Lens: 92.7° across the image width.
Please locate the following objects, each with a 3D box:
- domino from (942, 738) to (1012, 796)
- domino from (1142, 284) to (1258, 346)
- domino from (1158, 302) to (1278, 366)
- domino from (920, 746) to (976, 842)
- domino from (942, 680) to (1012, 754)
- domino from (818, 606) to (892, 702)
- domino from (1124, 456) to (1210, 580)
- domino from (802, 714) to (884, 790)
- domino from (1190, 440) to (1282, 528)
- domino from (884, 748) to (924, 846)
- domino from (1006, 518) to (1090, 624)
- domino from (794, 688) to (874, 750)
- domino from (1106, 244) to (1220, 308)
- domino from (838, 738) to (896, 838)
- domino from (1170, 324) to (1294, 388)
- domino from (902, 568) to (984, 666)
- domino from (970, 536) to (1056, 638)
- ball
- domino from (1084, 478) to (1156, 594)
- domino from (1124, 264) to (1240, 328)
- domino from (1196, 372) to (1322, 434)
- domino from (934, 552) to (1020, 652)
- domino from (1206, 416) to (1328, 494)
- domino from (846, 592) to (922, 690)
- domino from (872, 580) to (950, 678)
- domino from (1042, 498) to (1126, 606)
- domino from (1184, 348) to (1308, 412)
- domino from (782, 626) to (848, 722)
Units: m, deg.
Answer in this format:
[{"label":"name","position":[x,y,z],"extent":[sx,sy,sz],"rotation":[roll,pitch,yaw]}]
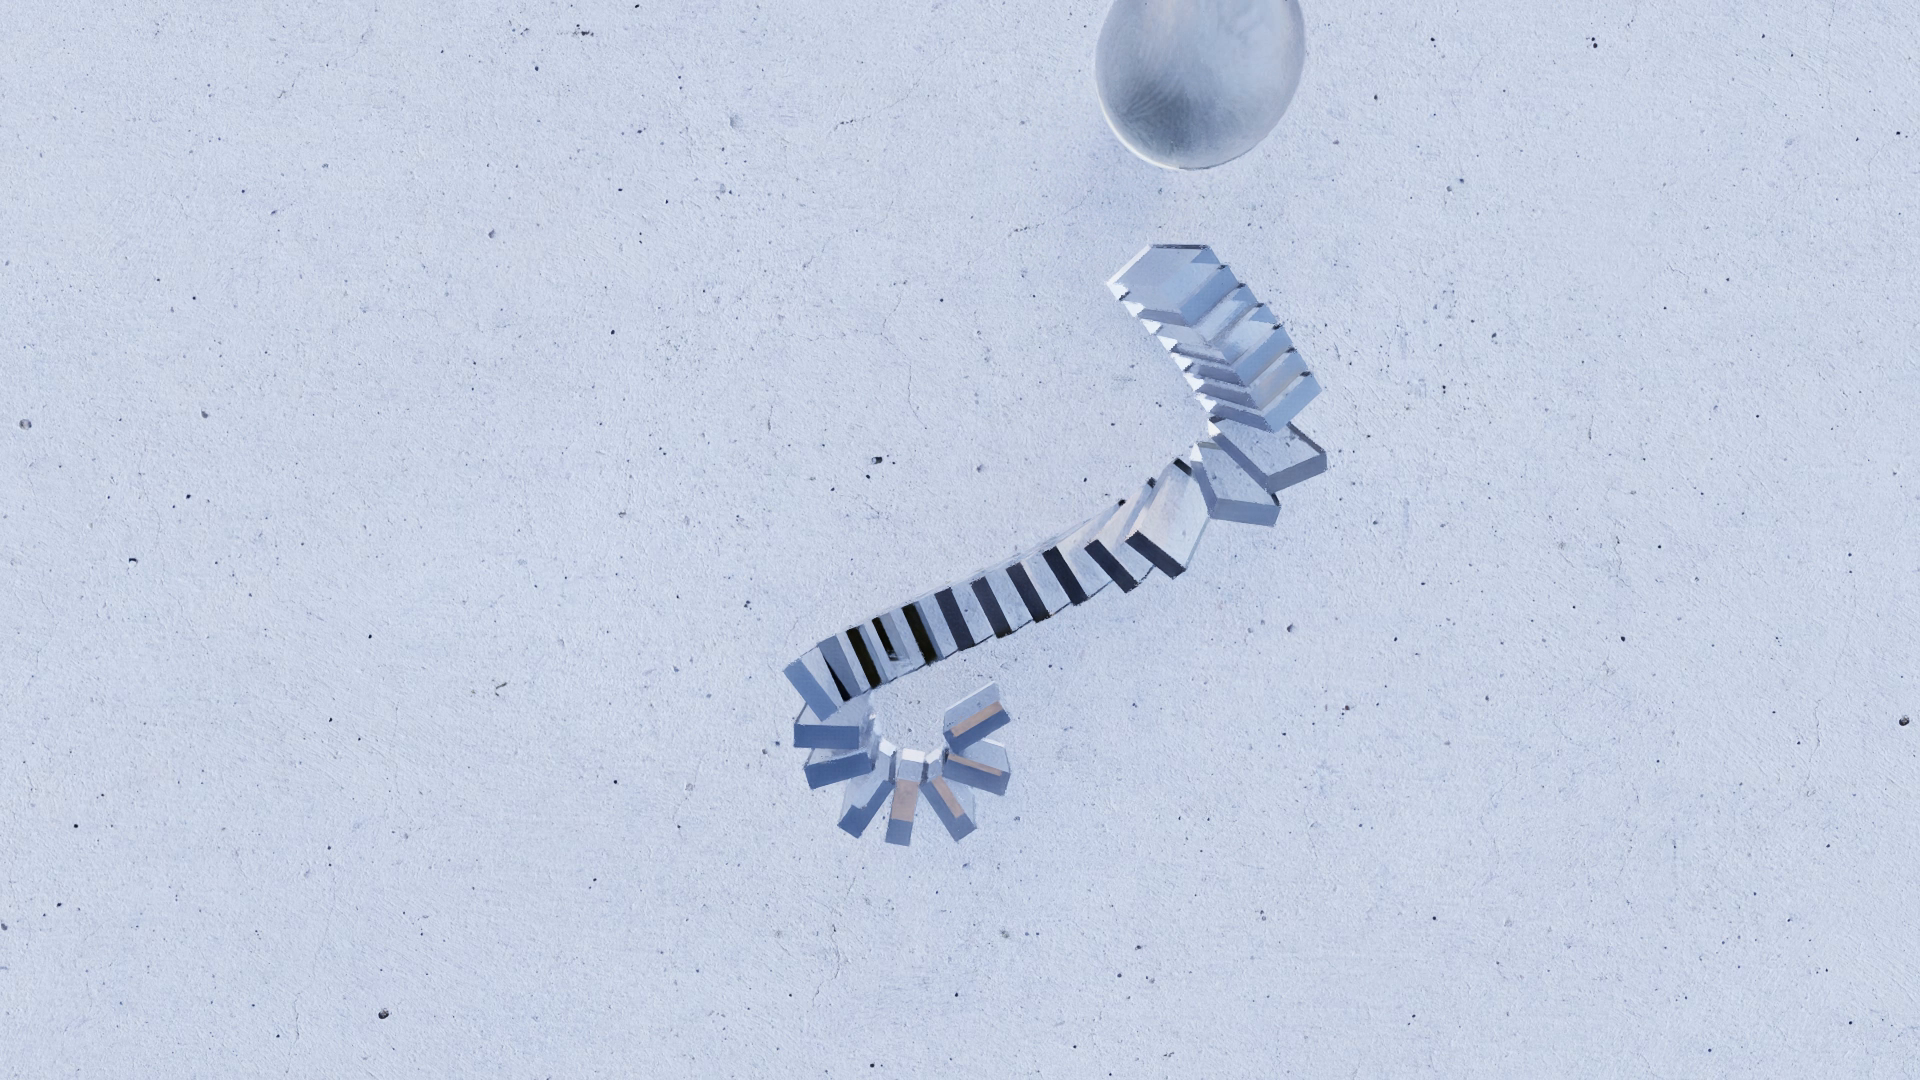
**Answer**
[{"label":"domino","position":[0.006,0.090,0.375],"extent":[0.025,0.050,0.009],"rotation":[18,90,0]},{"label":"domino","position":[0.097,-0.094,0.375],"extent":[0.025,0.050,0.009],"rotation":[-43,114,0]},{"label":"domino","position":[0.104,-0.086,0.375],"extent":[0.025,0.050,0.009],"rotation":[-43,114,0]},{"label":"domino","position":[-0.005,0.103,0.375],"extent":[0.010,0.050,0.025],"rotation":[-34,90,0]},{"label":"domino","position":[0.006,0.072,0.375],"extent":[0.025,0.050,0.009],"rotation":[-31,90,0]},{"label":"domino","position":[-0.037,0.045,0.375],"extent":[0.010,0.050,0.025],"rotation":[-24,90,23]},{"label":"domino","position":[0.089,-0.010,0.380],"extent":[0.025,0.009,0.050],"rotation":[38,51,-3]},{"label":"domino","position":[-0.047,0.085,0.375],"extent":[0.025,0.050,0.009],"rotation":[-16,95,1]},{"label":"domino","position":[0.112,-0.024,0.376],"extent":[0.025,0.050,0.009],"rotation":[7,122,-2]},{"label":"domino","position":[-0.022,0.104,0.375],"extent":[0.009,0.050,0.025],"rotation":[10,90,0]},{"label":"domino","position":[0.043,0.012,0.380],"extent":[0.050,0.009,0.025],"rotation":[-29,90,-42]},{"label":"domino","position":[-0.050,0.071,0.374],"extent":[0.025,0.050,0.009],"rotation":[2,100,1]},{"label":"domino","position":[0.082,-0.109,0.375],"extent":[0.025,0.050,0.010],"rotation":[-43,114,0]},{"label":"domino","position":[-0.037,0.100,0.374],"extent":[0.010,0.050,0.025],"rotation":[34,92,-5]},{"label":"domino","position":[0.110,-0.078,0.375],"extent":[0.025,0.050,0.009],"rotation":[-43,114,0]},{"label":"domino","position":[-0.002,0.030,0.377],"extent":[0.009,0.050,0.025],"rotation":[-24,90,35]},{"label":"domino","position":[0.028,0.019,0.379],"extent":[0.010,0.050,0.025],"rotation":[-27,90,45]},{"label":"ball","position":[0.093,-0.188,0.360],"extent":[0.080,0.080,0.080],"rotation":[0,90,0]},{"label":"domino","position":[0.075,-0.003,0.381],"extent":[0.025,0.010,0.050],"rotation":[47,51,0]},{"label":"domino","position":[0.089,-0.101,0.375],"extent":[0.025,0.050,0.009],"rotation":[-43,114,0]},{"label":"domino","position":[0.121,-0.060,0.375],"extent":[0.025,0.050,0.009],"rotation":[-43,114,0]},{"label":"domino","position":[0.013,0.025,0.378],"extent":[0.010,0.050,0.025],"rotation":[-24,90,41]},{"label":"domino","position":[0.125,-0.040,0.377],"extent":[0.025,0.050,0.010],"rotation":[-22,127,-2]},{"label":"domino","position":[-0.024,0.040,0.376],"extent":[0.010,0.050,0.025],"rotation":[-24,90,30]},{"label":"domino","position":[-0.014,0.036,0.376],"extent":[0.009,0.050,0.025],"rotation":[-24,90,30]},{"label":"domino","position":[0.058,0.004,0.380],"extent":[0.050,0.010,0.025],"rotation":[-32,90,-40]},{"label":"domino","position":[0.116,-0.069,0.375],"extent":[0.025,0.050,0.010],"rotation":[-43,114,0]},{"label":"domino","position":[-0.050,0.053,0.374],"extent":[0.009,0.050,0.025],"rotation":[-39,87,19]}]
